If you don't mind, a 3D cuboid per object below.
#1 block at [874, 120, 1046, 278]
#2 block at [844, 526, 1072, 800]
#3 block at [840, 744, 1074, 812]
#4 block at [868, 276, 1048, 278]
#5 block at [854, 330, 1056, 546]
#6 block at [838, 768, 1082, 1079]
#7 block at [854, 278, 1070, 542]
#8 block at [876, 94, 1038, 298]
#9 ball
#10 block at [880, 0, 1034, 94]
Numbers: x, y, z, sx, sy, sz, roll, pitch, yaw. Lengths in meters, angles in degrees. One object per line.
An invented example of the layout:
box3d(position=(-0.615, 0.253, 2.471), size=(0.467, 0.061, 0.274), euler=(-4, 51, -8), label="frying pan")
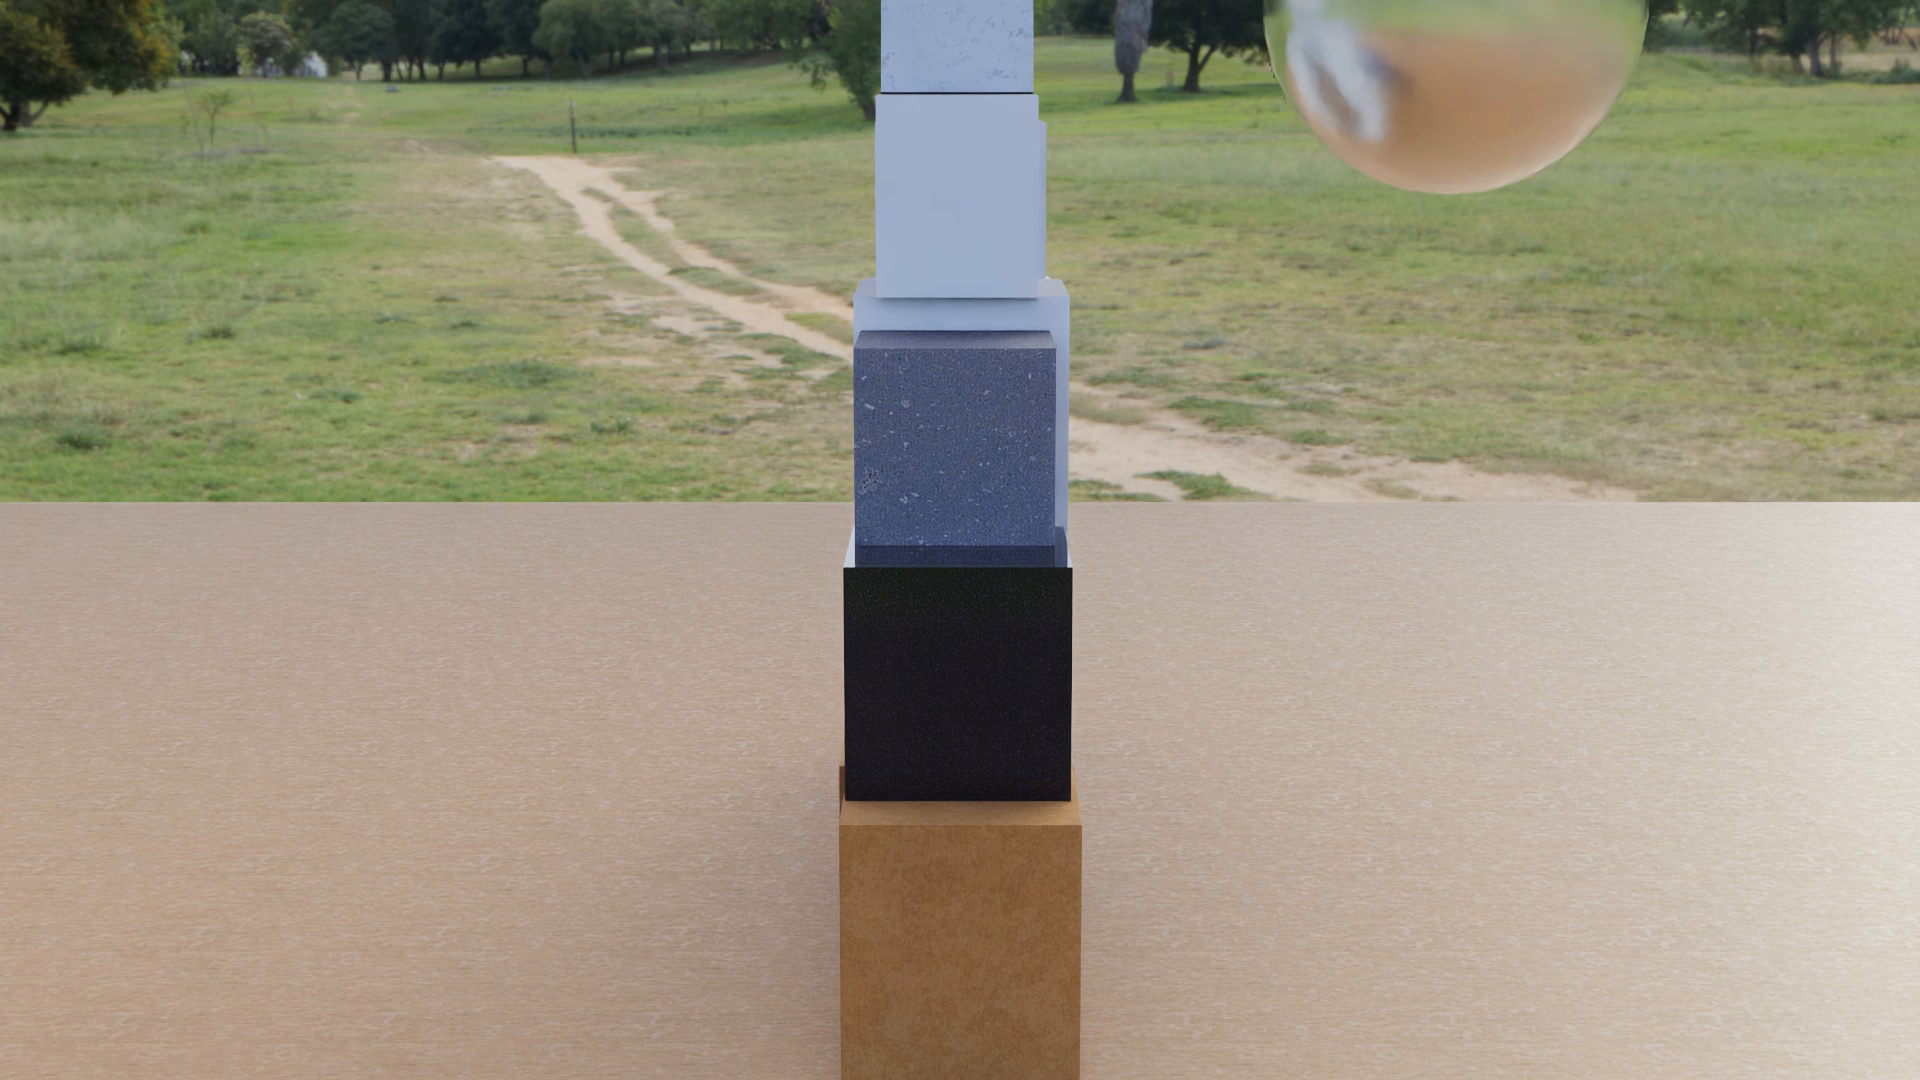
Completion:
box3d(position=(0.002, -1.538, 11.581), size=(0.748, 0.695, 0.720), euler=(0, 11, 0), label="block")
box3d(position=(-0.007, 0.441, 9.533), size=(0.809, 0.851, 0.846), euler=(0, 10, 0), label="block")
box3d(position=(-0.013, 1.228, 10.268), size=(0.893, 0.910, 0.869), euler=(0, 10, 0), label="block")
box3d(position=(-0.005, -0.654, 11.365), size=(0.817, 0.963, 0.810), euler=(0, 11, 0), label="block")
box3d(position=(-0.019, -0.400, 9.749), size=(0.739, 0.729, 0.702), euler=(0, 10, 0), label="block")
box3d(position=(0.002, 1.372, 9.407), size=(0.844, 0.934, 0.857), euler=(0, 10, 0), label="block")
box3d(position=(0.006, -0.537, 10.526), size=(0.844, 0.999, 0.867), euler=(0, 10, 0), label="block")
box3d(position=(-0.011, -1.385, 10.234), size=(0.624, 0.774, 0.706), euler=(0, 10, 0), label="block")
box3d(position=(2.074, -2.256, 10.770), size=(1.600, 1.600, 1.600), euler=(0, 10, 0), label="ball")
box3d(position=(-0.012, -2.146, 10.839), size=(0.622, 0.644, 0.723), euler=(0, -1, 0), label="block")
